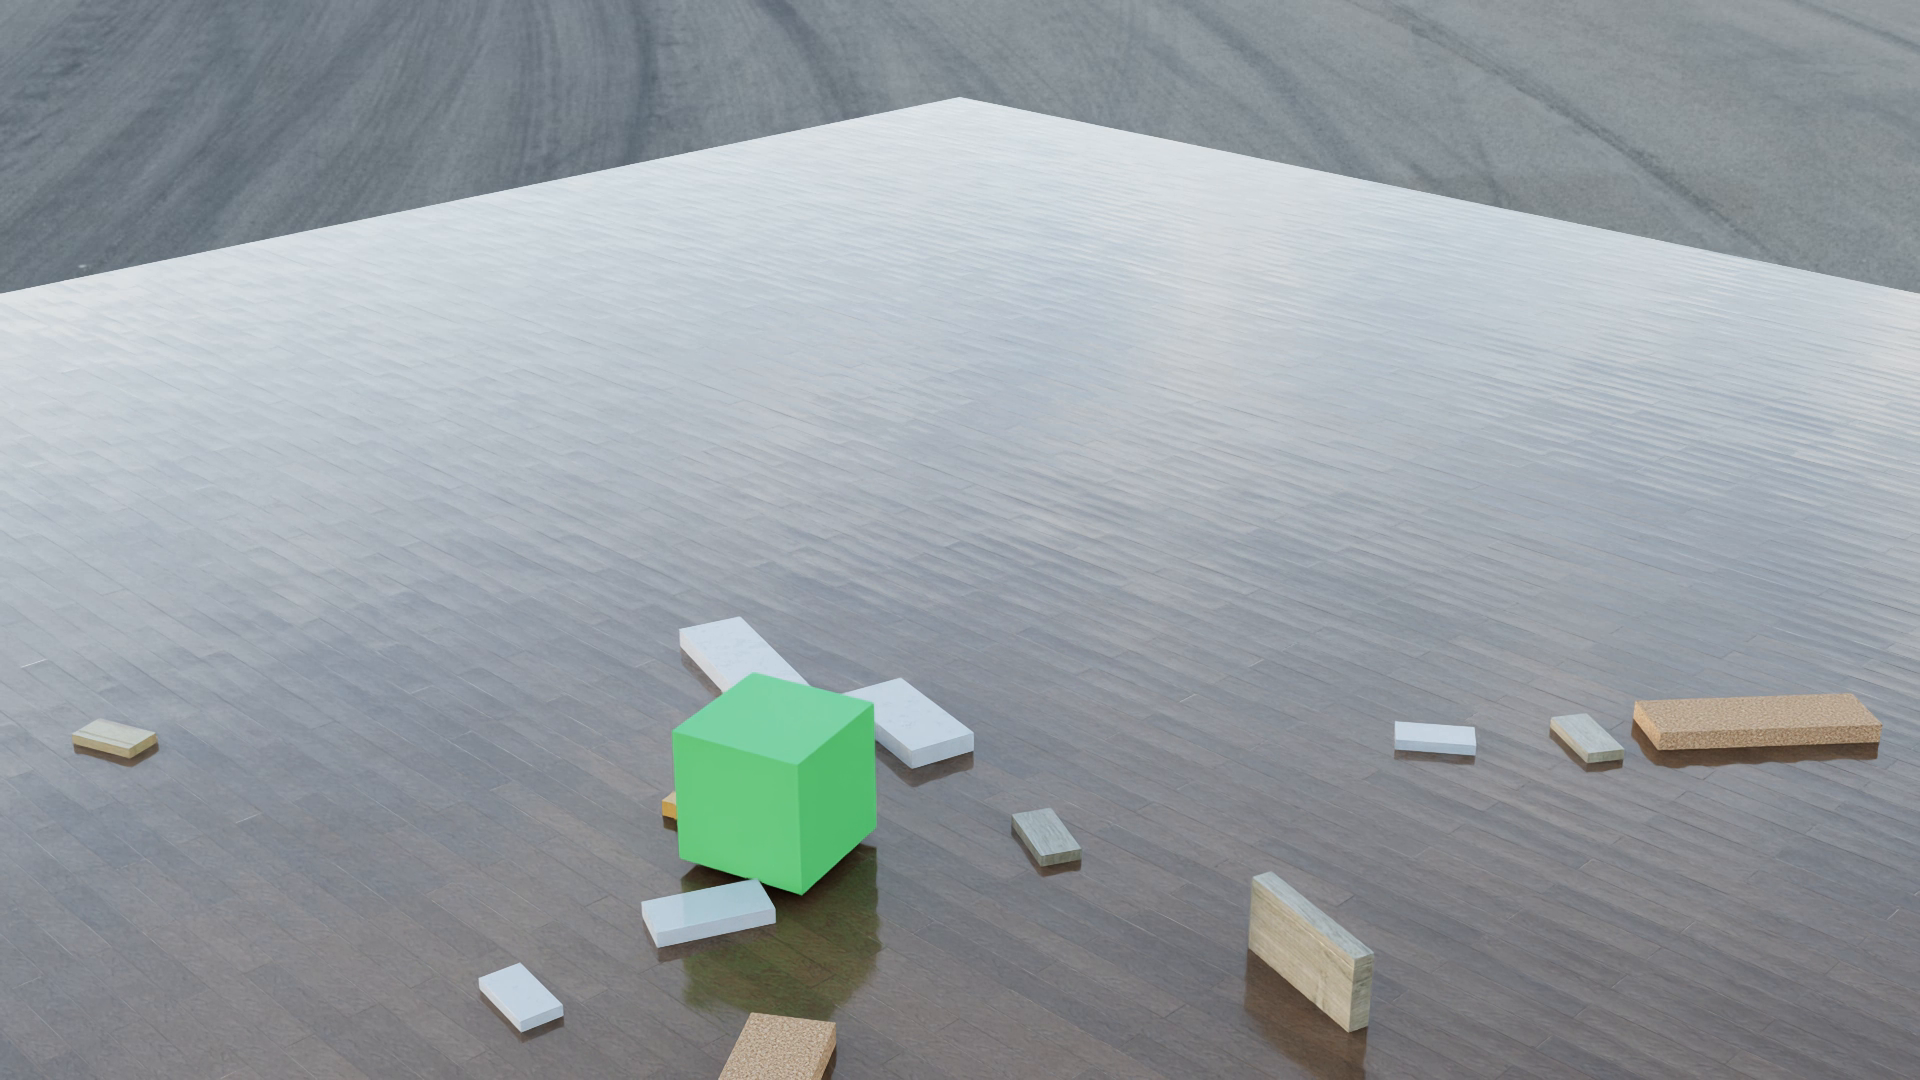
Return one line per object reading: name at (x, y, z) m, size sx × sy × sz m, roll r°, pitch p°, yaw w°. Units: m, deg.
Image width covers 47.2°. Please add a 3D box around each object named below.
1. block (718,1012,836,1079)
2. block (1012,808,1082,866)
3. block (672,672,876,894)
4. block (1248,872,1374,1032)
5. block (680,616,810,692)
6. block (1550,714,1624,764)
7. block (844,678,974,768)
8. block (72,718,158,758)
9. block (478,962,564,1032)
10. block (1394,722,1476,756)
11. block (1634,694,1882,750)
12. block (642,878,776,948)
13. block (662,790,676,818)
block at (-0.313, 0.888, 3.613) m, size 0.148 × 0.042 × 0.297 m, roll 5°, pitch 23°, yaw 11°
block at (0.170, 0.586, 4.348) m, size 0.084 × 0.024 × 0.168 m, roll -8°, pitch 24°, yaw -17°
block at (-0.354, 0.465, 4.250) m, size 0.279 × 0.279 × 0.279 m, roll 12°, pitch 26°, yaw 26°
block at (0.614, 0.721, 3.871) m, size 0.042 × 0.149 × 0.297 m, roll -12°, pitch 26°, yaw -26°
block at (-0.477, 0.300, 4.997) m, size 0.153 × 0.043 × 0.492 m, roll -11°, pitch 26°, yaw -25°
block at (1.348, 0.425, 4.728) m, size 0.084 × 0.024 × 0.168 m, roll -5°, pitch 24°, yaw -12°
block at (-0.117, 0.395, 4.775) m, size 0.153 × 0.043 × 0.307 m, roll -14°, pitch 27°, yaw -29°
block at (-1.818, 0.426, 4.728) m, size 0.161 × 0.023 × 0.081 m, roll 10°, pitch 25°, yaw 23°
block at (-0.769, 0.799, 3.848) m, size 0.081 × 0.023 × 0.161 m, roll -16°, pitch 28°, yaw -34°
block at (1.020, 0.426, 4.726) m, size 0.168 × 0.024 × 0.084 m, roll 4°, pitch 23°, yaw 9°
block at (1.731, 0.394, 4.779) m, size 0.489 × 0.042 × 0.148 m, roll -2°, pitch 23°, yaw -4°
block at (-0.468, 0.692, 4.088) m, size 0.225 × 0.032 × 0.112 m, roll -9°, pitch 25°, yaw -20°
block at (-0.495, 0.511, 4.513) m, size 0.117 × 0.033 × 0.234 m, roll 12°, pitch 26°, yaw 25°
